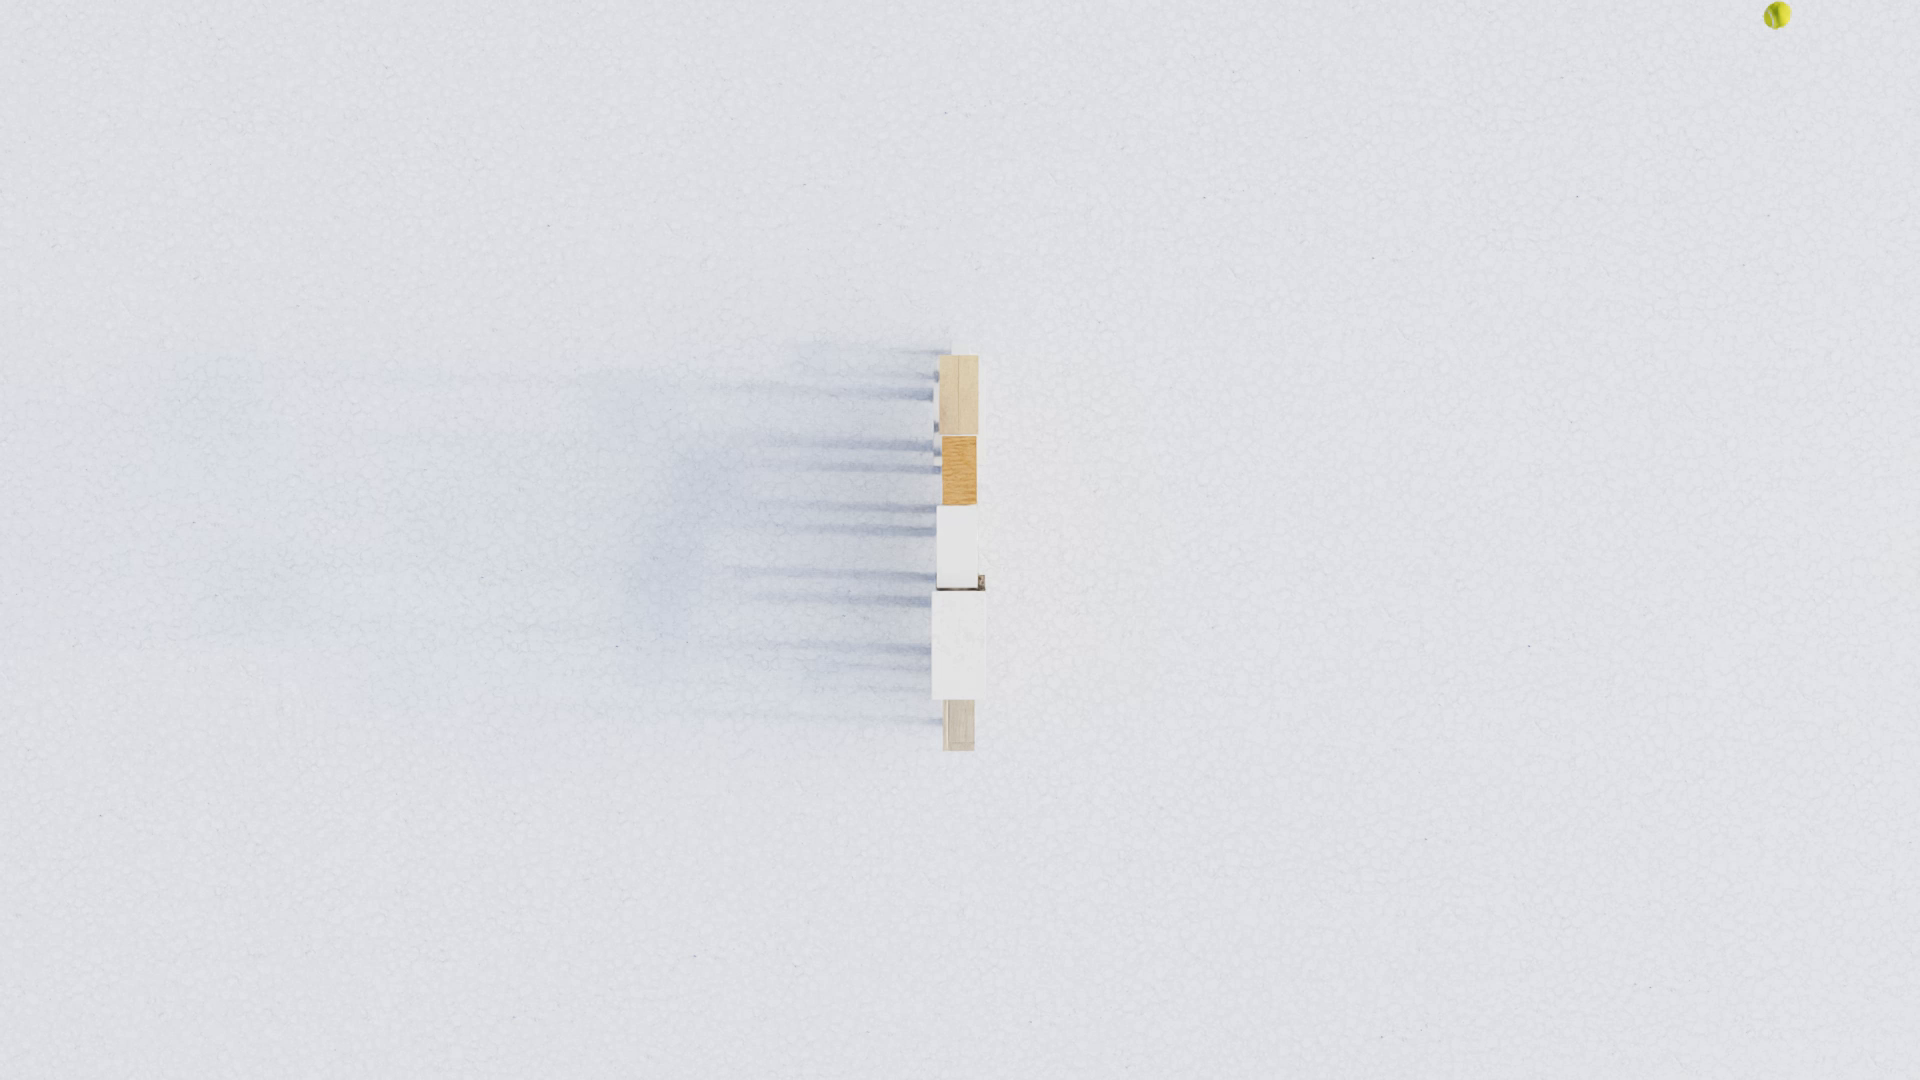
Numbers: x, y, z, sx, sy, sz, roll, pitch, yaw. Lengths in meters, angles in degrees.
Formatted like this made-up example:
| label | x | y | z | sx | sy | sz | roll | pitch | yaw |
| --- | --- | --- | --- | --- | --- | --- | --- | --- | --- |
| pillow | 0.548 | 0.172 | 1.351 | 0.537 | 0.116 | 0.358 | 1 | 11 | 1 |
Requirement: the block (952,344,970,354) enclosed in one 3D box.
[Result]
| label | x | y | z | sx | sy | sz | roll | pitch | yaw |
| --- | --- | --- | --- | --- | --- | --- | --- | --- | --- |
| block | 0.003 | -0.581 | 5.373 | 0.059 | 0.017 | 0.119 | 0 | 90 | 0 |

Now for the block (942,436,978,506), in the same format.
| label | x | y | z | sx | sy | sz | roll | pitch | yaw |
| --- | --- | --- | --- | --- | --- | --- | --- | --- | --- |
| block | -0.001 | -0.195 | 4.651 | 0.098 | 0.028 | 0.195 | -1 | 90 | 0 |

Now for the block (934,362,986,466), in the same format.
| label | x | y | z | sx | sy | sz | roll | pitch | yaw |
| --- | --- | --- | --- | --- | --- | --- | --- | --- | --- |
| block | -0.001 | -0.374 | 4.882 | 0.153 | 0.043 | 0.306 | 0 | 90 | 0 |

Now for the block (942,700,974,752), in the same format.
| label | x | y | z | sx | sy | sz | roll | pitch | yaw |
| --- | --- | --- | --- | --- | --- | --- | --- | --- | --- |
| block | -0.004 | 0.544 | 5.025 | 0.097 | 0.028 | 0.194 | 0 | 90 | 0 |

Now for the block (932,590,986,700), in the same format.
| label | x | y | z | sx | sy | sz | roll | pitch | yaw |
| --- | --- | --- | --- | --- | --- | --- | --- | --- | --- |
| block | -0.004 | 0.291 | 4.576 | 0.149 | 0.042 | 0.299 | 0 | 90 | 0 |

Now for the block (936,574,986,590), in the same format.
| label | x | y | z | sx | sy | sz | roll | pitch | yaw |
| --- | --- | --- | --- | --- | --- | --- | --- | --- | --- |
| block | 0.002 | 0.249 | 4.917 | 0.146 | 0.041 | 0.292 | 0 | 90 | 0 |

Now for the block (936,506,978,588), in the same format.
| label | x | y | z | sx | sy | sz | roll | pitch | yaw |
| --- | --- | --- | --- | --- | --- | --- | --- | --- | --- |
| block | -0.008 | 0.018 | 4.651 | 0.114 | 0.032 | 0.229 | 0 | 90 | 0 |

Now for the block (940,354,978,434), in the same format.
| label | x | y | z | sx | sy | sz | roll | pitch | yaw |
| --- | --- | --- | --- | --- | --- | --- | --- | --- | --- |
| block | -0.003 | -0.407 | 4.624 | 0.110 | 0.031 | 0.221 | 0 | 90 | 0 |
